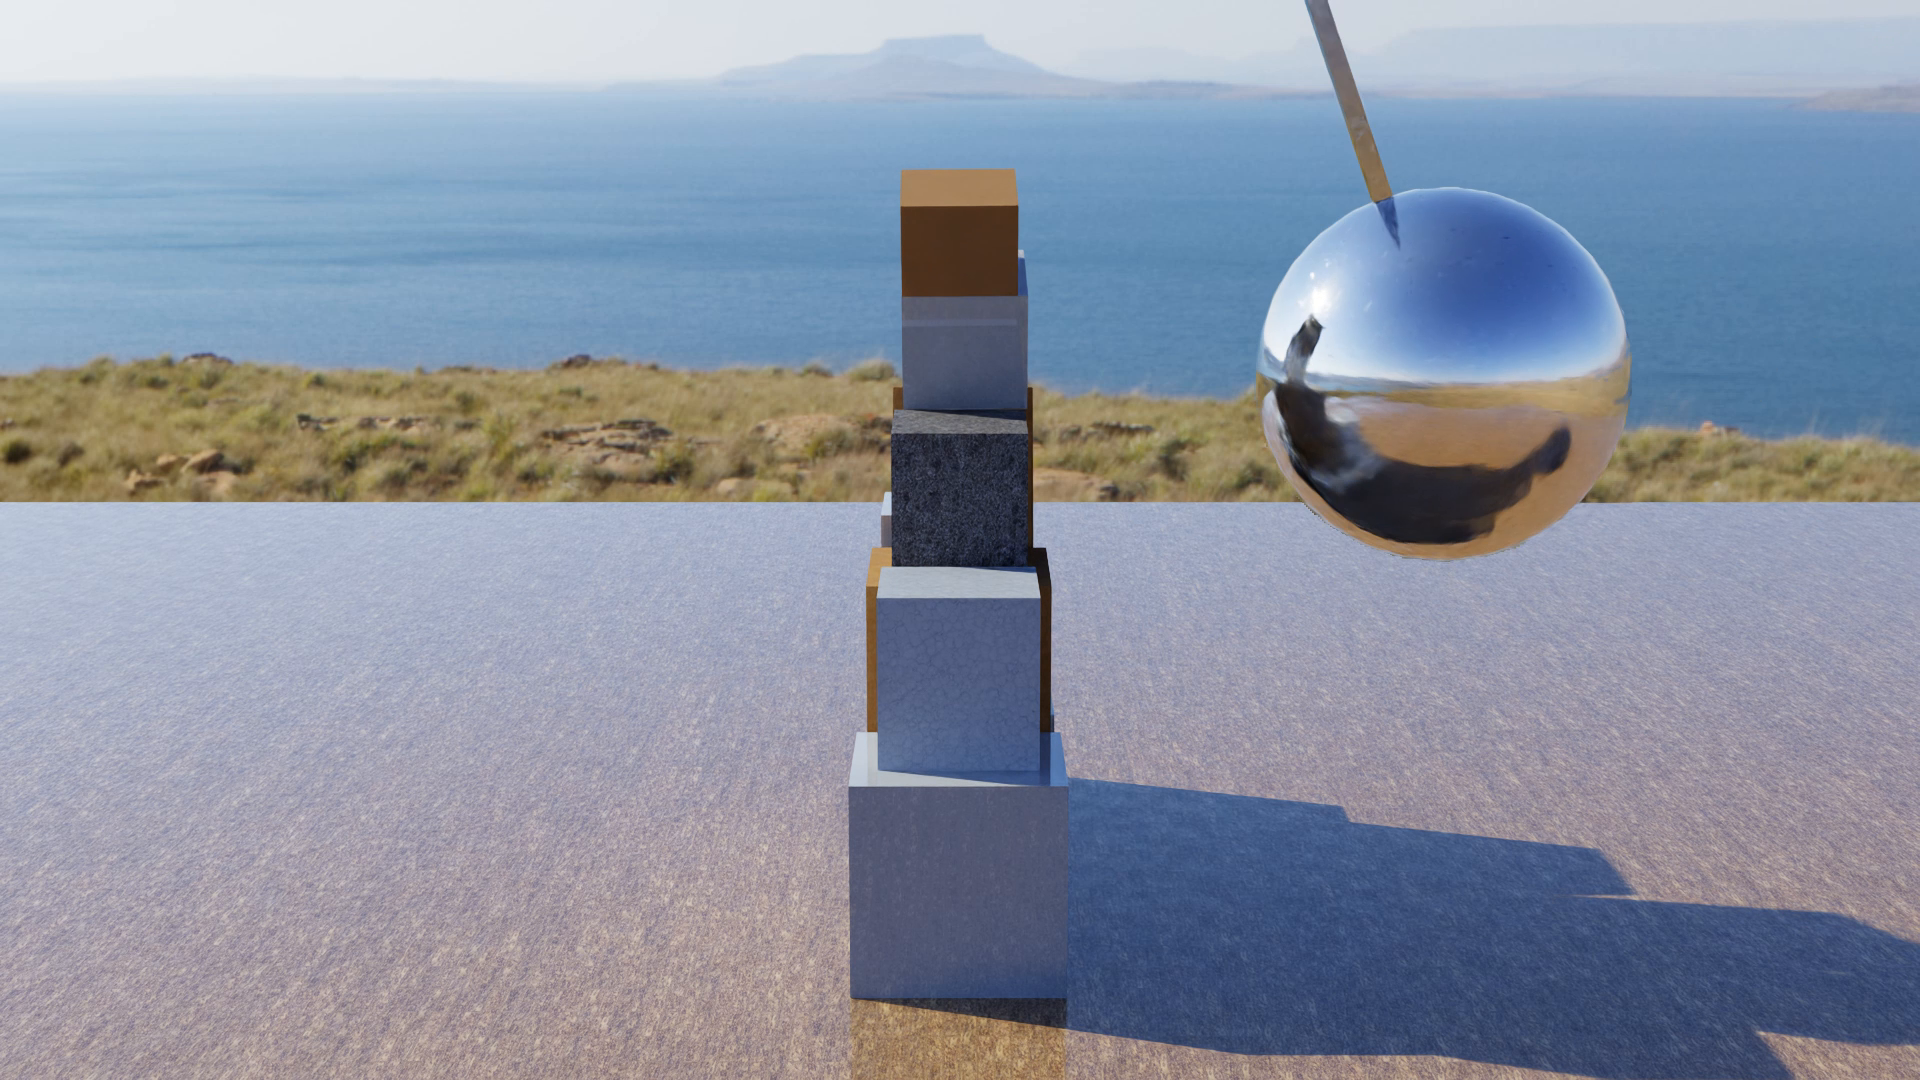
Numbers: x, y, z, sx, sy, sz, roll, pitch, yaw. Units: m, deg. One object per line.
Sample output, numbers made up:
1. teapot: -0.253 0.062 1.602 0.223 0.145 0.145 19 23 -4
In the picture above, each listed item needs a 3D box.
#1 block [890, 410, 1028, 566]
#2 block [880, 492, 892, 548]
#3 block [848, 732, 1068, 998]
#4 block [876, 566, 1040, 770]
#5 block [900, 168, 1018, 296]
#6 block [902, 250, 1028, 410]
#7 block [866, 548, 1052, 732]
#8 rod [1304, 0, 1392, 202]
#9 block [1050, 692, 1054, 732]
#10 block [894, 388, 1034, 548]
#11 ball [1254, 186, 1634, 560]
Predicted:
1. block: -0.001 -0.196 10.782 0.558 0.614 0.591 0 12 0
2. block: -0.014 0.149 12.247 0.703 0.659 0.674 0 10 0
3. block: -0.005 1.275 10.193 0.834 0.843 0.810 0 10 0
4. block: -0.005 0.501 10.191 0.628 0.682 0.632 0 10 0
5. block: -0.004 -1.307 10.890 0.487 0.399 0.469 -1 27 -1
6. block: 0.018 -0.915 11.136 0.532 0.523 0.544 -1 27 -1
7. block: -0.004 0.472 10.894 0.757 0.739 0.729 0 12 0
8. rod: 0.899 -3.853 10.480 0.080 5.200 0.080 -20 10 4
9. block: 0.014 1.058 11.708 0.801 0.728 0.768 0 10 0
10. block: 0.012 -0.282 11.499 0.611 0.703 0.628 0 -7 0
11. ball: 2.074 -0.714 11.051 1.600 1.600 1.600 0 10 0
